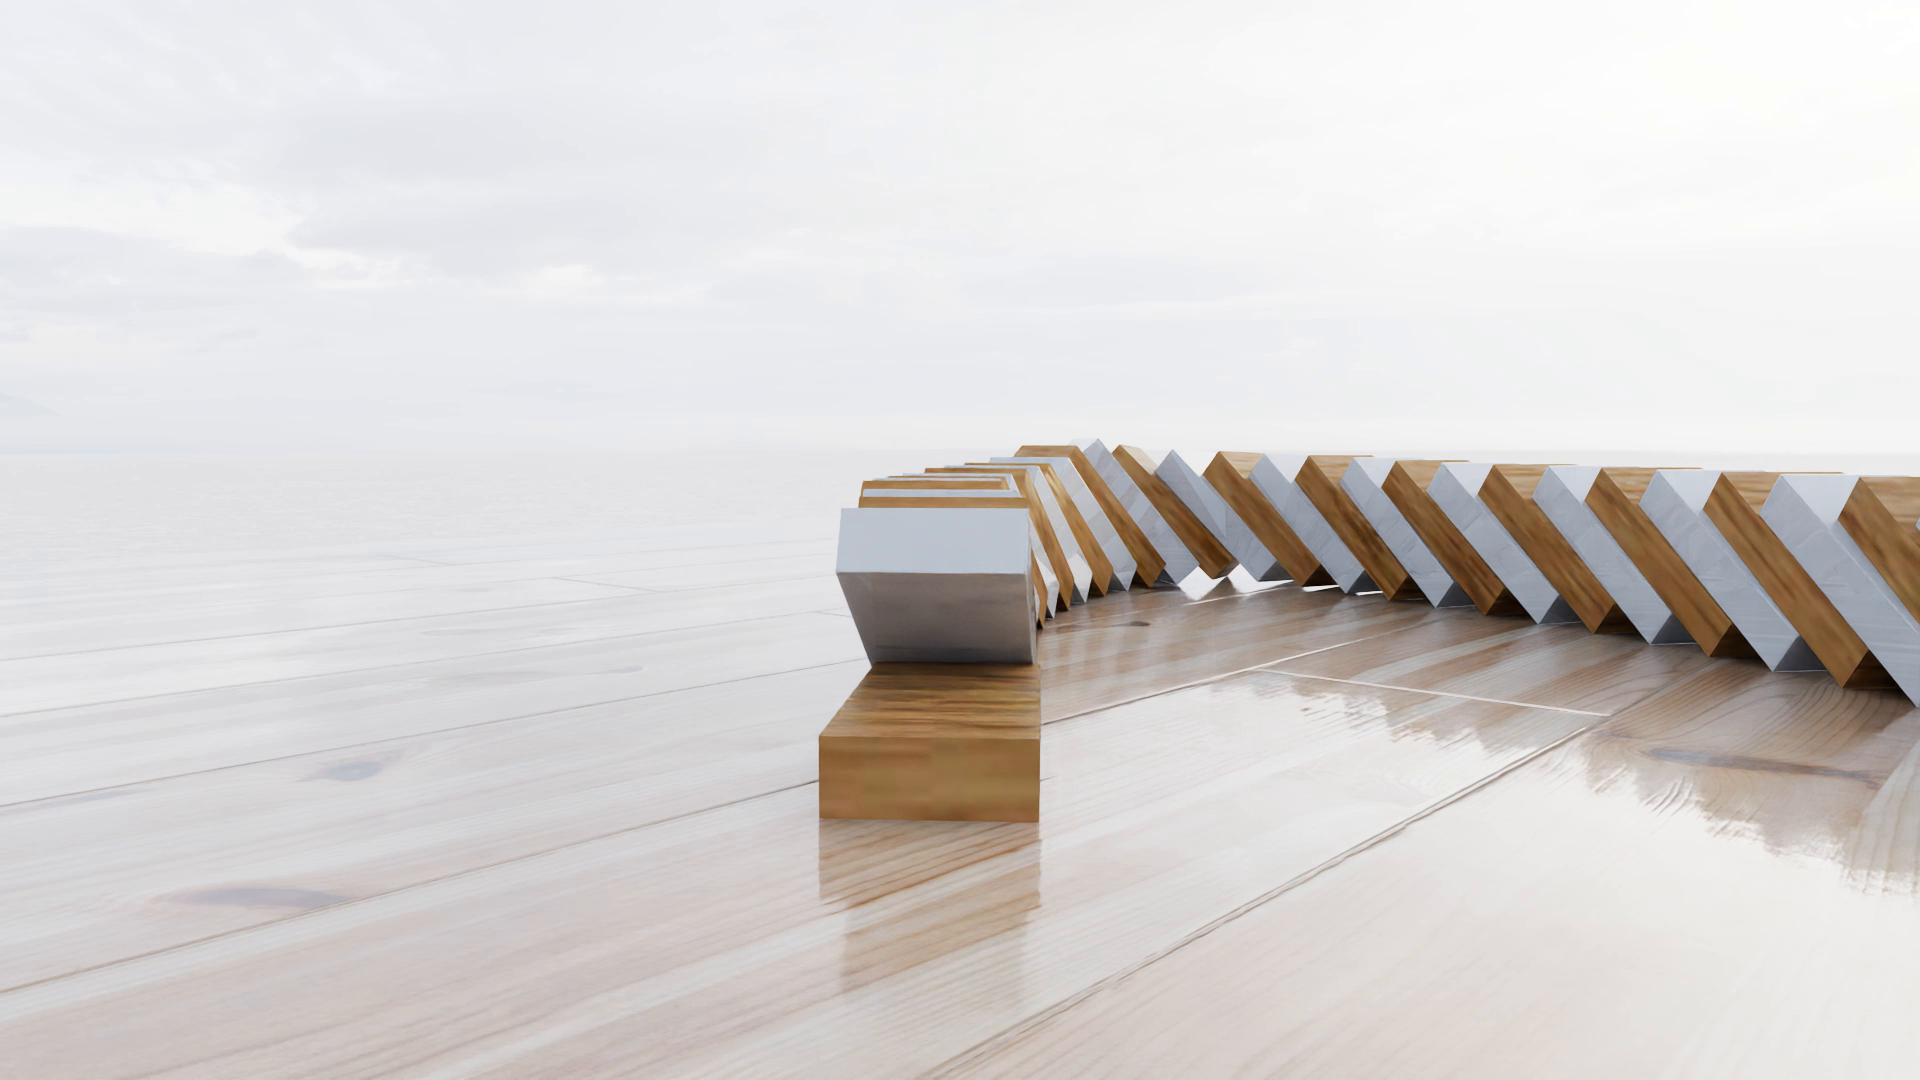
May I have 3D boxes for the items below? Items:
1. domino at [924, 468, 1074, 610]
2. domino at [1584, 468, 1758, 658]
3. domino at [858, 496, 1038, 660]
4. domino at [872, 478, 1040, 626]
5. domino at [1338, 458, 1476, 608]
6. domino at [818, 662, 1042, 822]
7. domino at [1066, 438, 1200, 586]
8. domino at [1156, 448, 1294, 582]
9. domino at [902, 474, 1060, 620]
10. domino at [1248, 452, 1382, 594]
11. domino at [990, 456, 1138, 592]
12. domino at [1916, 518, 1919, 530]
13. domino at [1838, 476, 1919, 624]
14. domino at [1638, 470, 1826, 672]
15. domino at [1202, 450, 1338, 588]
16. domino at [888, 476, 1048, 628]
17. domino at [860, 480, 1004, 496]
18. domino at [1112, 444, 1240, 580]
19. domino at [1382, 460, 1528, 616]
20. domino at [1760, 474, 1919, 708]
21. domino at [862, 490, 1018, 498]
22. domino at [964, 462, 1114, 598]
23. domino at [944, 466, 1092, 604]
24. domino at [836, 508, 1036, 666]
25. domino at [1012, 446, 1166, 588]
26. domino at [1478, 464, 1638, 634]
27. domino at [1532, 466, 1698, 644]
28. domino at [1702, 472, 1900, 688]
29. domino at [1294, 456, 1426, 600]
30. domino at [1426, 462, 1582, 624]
[{"bbox_3d":[0.010,0.001,0.314,0.025,0.009,0.050,2,-31,21],"label":"domino"},{"bbox_3d":[0.159,0.003,0.274,0.025,0.010,0.050,-1,41,-9],"label":"domino"},{"bbox_3d":[-0.001,0.010,0.209,0.025,0.009,0.050,0,-28,6],"label":"domino"},{"bbox_3d":[0.000,0.005,0.263,0.025,0.010,0.050,1,-30,14],"label":"domino"},{"bbox_3d":[0.128,-0.003,0.351,0.025,0.009,0.050,-2,43,-23],"label":"domino"},{"bbox_3d":[-0.002,0.025,0.170,0.025,0.009,0.050,0,4,4],"label":"domino"},{"bbox_3d":[0.051,-0.009,0.395,0.009,0.050,0.025,-41,11,-6],"label":"domino"},{"bbox_3d":[0.086,-0.008,0.403,0.025,0.009,0.050,-1,44,-48],"label":"domino"},{"bbox_3d":[0.005,0.002,0.298,0.025,0.010,0.050,1,-30,19],"label":"domino"},{"bbox_3d":[0.110,-0.006,0.380,0.025,0.009,0.050,-1,44,-34],"label":"domino"},{"bbox_3d":[0.028,-0.004,0.362,0.025,0.010,0.050,3,-34,36],"label":"domino"},{"bbox_3d":[0.168,0.010,0.189,0.025,0.010,0.050,0,40,6],"label":"domino"},{"bbox_3d":[0.168,0.009,0.206,0.025,0.010,0.050,0,40,3],"label":"domino"},{"bbox_3d":[0.162,0.005,0.257,0.025,0.009,0.050,-1,40,-7],"label":"domino"},{"bbox_3d":[0.099,-0.007,0.392,0.025,0.010,0.050,-1,44,-40],"label":"domino"},{"bbox_3d":[0.002,0.004,0.280,0.025,0.009,0.050,1,-30,16],"label":"domino"},{"bbox_3d":[-0.002,0.006,0.245,0.025,0.010,0.050,1,-30,11],"label":"domino"},{"bbox_3d":[0.068,-0.009,0.406,0.050,0.009,0.025,47,17,15],"label":"domino"},{"bbox_3d":[0.135,-0.002,0.337,0.025,0.010,0.050,-2,42,-21],"label":"domino"},{"bbox_3d":[0.166,0.007,0.224,0.025,0.009,0.050,0,40,-2],"label":"domino"},{"bbox_3d":[-0.001,0.008,0.227,0.025,0.009,0.050,1,-29,7],"label":"domino"},{"bbox_3d":[0.021,-0.002,0.347,0.025,0.009,0.050,3,-32,31],"label":"domino"},{"bbox_3d":[0.015,-0.001,0.330,0.025,0.010,0.050,2,-32,25],"label":"domino"},{"bbox_3d":[-0.002,0.011,0.191,0.025,0.009,0.050,0,-27,5],"label":"domino"},{"bbox_3d":[0.037,-0.007,0.380,0.025,0.050,0.009,6,52,54],"label":"domino"},{"bbox_3d":[0.149,0.001,0.306,0.025,0.010,0.050,-1,41,-17],"label":"domino"},{"bbox_3d":[0.155,0.002,0.290,0.025,0.010,0.050,-1,41,-12],"label":"domino"},{"bbox_3d":[0.165,0.006,0.240,0.025,0.010,0.050,0,40,-3],"label":"domino"},{"bbox_3d":[0.120,-0.005,0.366,0.025,0.010,0.050,-2,44,-27],"label":"domino"},{"bbox_3d":[0.142,0.000,0.321,0.025,0.009,0.050,-2,41,-20],"label":"domino"}]
